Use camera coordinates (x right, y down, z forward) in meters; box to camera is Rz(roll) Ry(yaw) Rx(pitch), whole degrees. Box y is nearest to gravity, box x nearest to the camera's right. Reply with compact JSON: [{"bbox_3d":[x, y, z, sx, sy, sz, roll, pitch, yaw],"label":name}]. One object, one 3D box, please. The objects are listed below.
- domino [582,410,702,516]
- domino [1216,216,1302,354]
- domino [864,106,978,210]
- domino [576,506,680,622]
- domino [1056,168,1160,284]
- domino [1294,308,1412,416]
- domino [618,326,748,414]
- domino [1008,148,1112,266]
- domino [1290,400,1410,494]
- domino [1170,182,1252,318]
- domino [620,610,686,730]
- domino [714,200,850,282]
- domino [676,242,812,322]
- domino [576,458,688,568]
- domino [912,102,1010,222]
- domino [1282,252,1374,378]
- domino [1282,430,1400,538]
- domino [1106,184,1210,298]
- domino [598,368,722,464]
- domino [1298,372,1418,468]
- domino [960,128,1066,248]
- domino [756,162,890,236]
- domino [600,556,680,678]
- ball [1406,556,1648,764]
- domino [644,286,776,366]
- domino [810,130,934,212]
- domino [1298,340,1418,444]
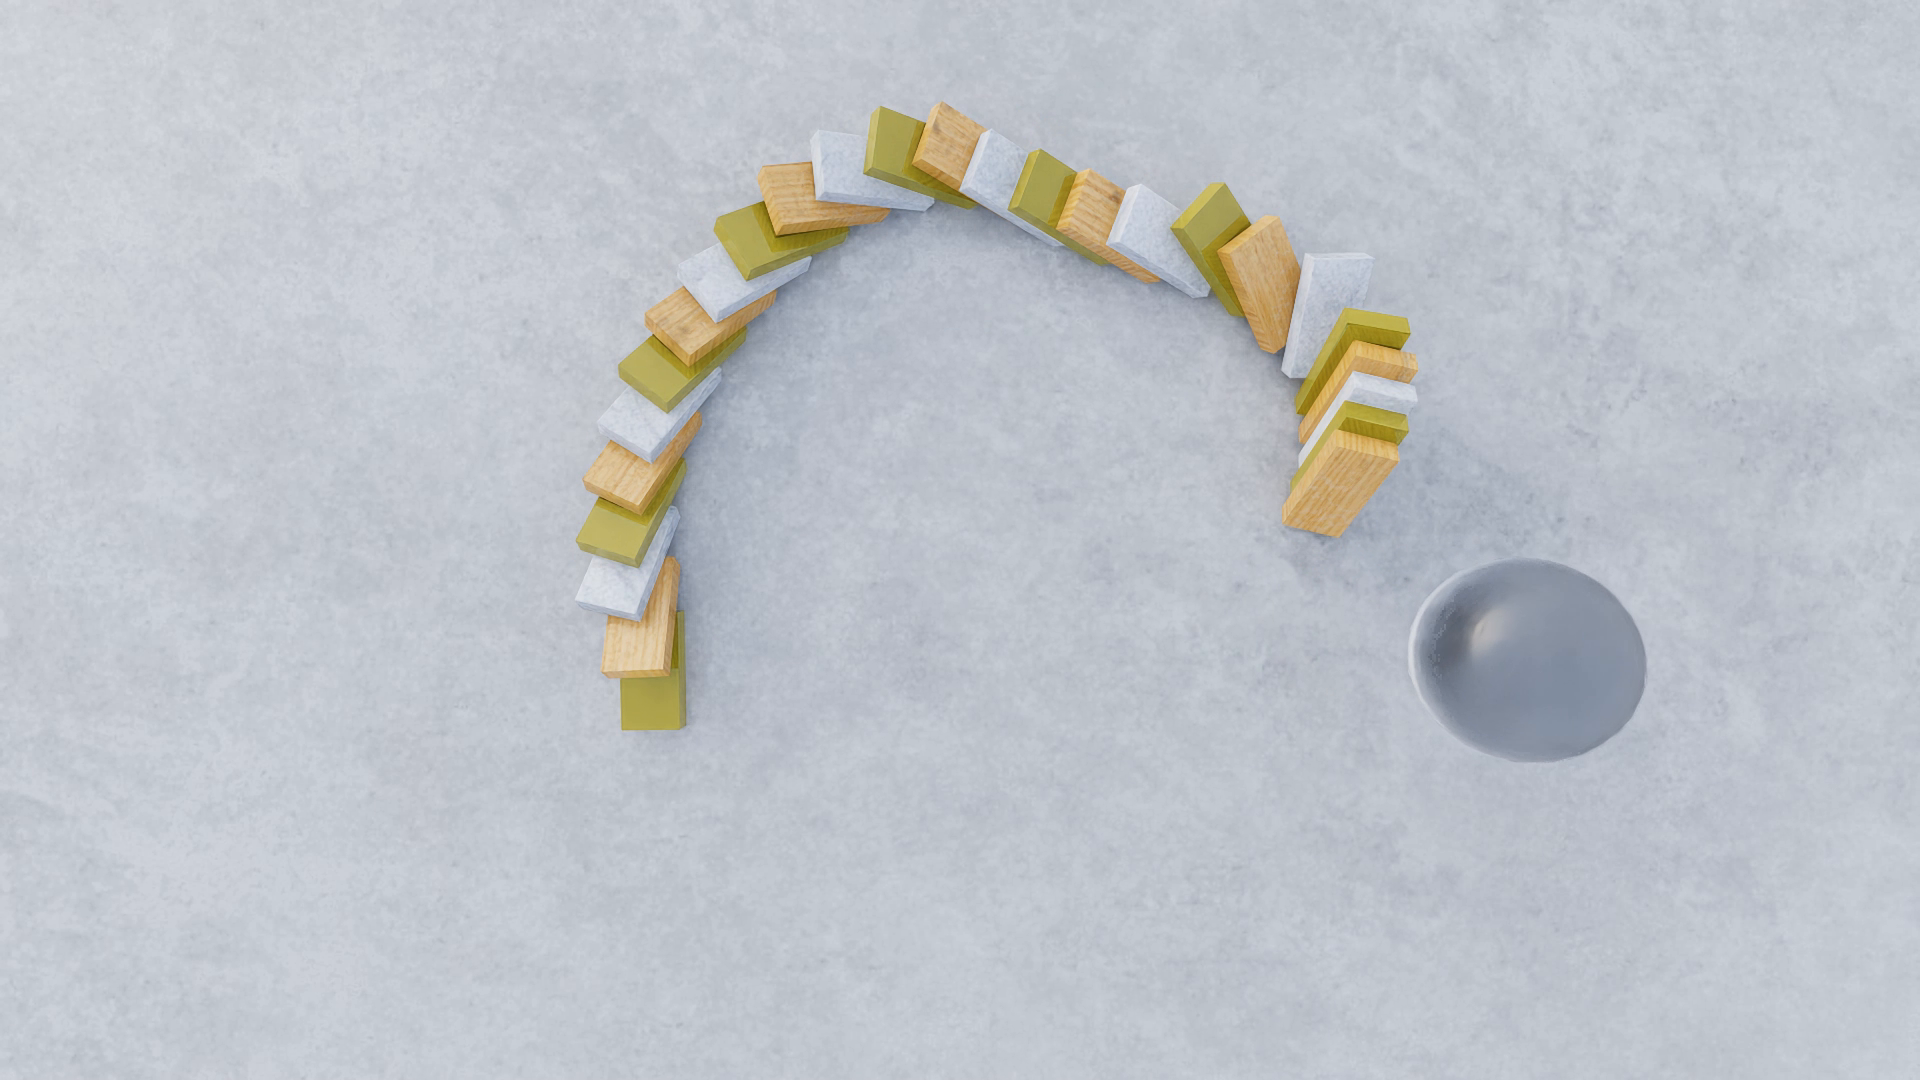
[{"bbox_3d":[-0.132,-0.037,0.384,0.025,0.010,0.050,25,63,0],"label":"domino"},{"bbox_3d":[0.130,-0.107,0.384,0.025,0.010,0.050,-37,119,0],"label":"domino"},{"bbox_3d":[-0.014,-0.159,0.384,0.050,0.010,0.025,8,89,-28],"label":"domino"},{"bbox_3d":[-0.139,0.007,0.385,0.025,0.009,0.050,13,64,0],"label":"domino"},{"bbox_3d":[0.067,-0.131,0.385,0.050,0.010,0.025,21,90,-27],"label":"domino"},{"bbox_3d":[0.160,-0.071,0.377,0.025,0.050,0.010,10,53,0],"label":"domino"},{"bbox_3d":[-0.116,-0.079,0.384,0.025,0.009,0.050,37,63,0],"label":"domino"},{"bbox_3d":[0.047,-0.139,0.384,0.050,0.009,0.025,21,90,-27],"label":"domino"},{"bbox_3d":[0.159,-0.034,0.377,0.025,0.050,0.010,13,53,0],"label":"domino"},{"bbox_3d":[0.112,-0.121,0.383,0.025,0.009,0.050,-48,119,-1],"label":"domino"},{"bbox_3d":[-0.132,0.056,0.395,0.025,0.010,0.050,-1,90,0],"label":"domino"},{"bbox_3d":[-0.074,-0.130,0.384,0.050,0.010,0.025,-33,90,-28],"label":"domino"},{"bbox_3d":[-0.090,-0.114,0.384,0.050,0.010,0.025,-40,90,-27],"label":"domino"},{"bbox_3d":[-0.137,-0.015,0.384,0.025,0.010,0.050,17,63,0],"label":"domino"},{"bbox_3d":[0.007,-0.158,0.384,0.050,0.009,0.025,20,87,-28],"label":"domino"},{"bbox_3d":[0.153,-0.093,0.382,0.025,0.009,0.050,-2,121,-5],"label":"domino"},{"bbox_3d":[0.155,-0.022,0.377,0.025,0.050,0.010,13,53,0],"label":"domino"},{"bbox_3d":[0.087,-0.125,0.385,0.050,0.010,0.025,21,90,-27],"label":"domino"},{"bbox_3d":[-0.125,-0.059,0.384,0.025,0.009,0.050,31,63,0],"label":"domino"},{"bbox_3d":[0.162,-0.045,0.377,0.025,0.050,0.010,13,53,0],"label":"domino"},{"bbox_3d":[0.027,-0.146,0.384,0.050,0.009,0.025,21,90,-28],"label":"domino"},{"bbox_3d":[-0.057,-0.144,0.384,0.050,0.010,0.025,-19,90,-30],"label":"domino"},{"bbox_3d":[-0.133,0.032,0.385,0.025,0.009,0.050,-2,64,-1],"label":"domino"},{"bbox_3d":[0.220,0.047,0.360,0.080,0.080,0.080,0,90,0],"label":"ball"},{"bbox_3d":[-0.104,-0.097,0.384,0.025,0.009,0.050,43,62,0],"label":"domino"},{"bbox_3d":[-0.036,-0.154,0.384,0.050,0.010,0.025,-6,90,-29],"label":"domino"},{"bbox_3d":[0.163,-0.058,0.377,0.025,0.050,0.009,13,53,0],"label":"domino"}]
